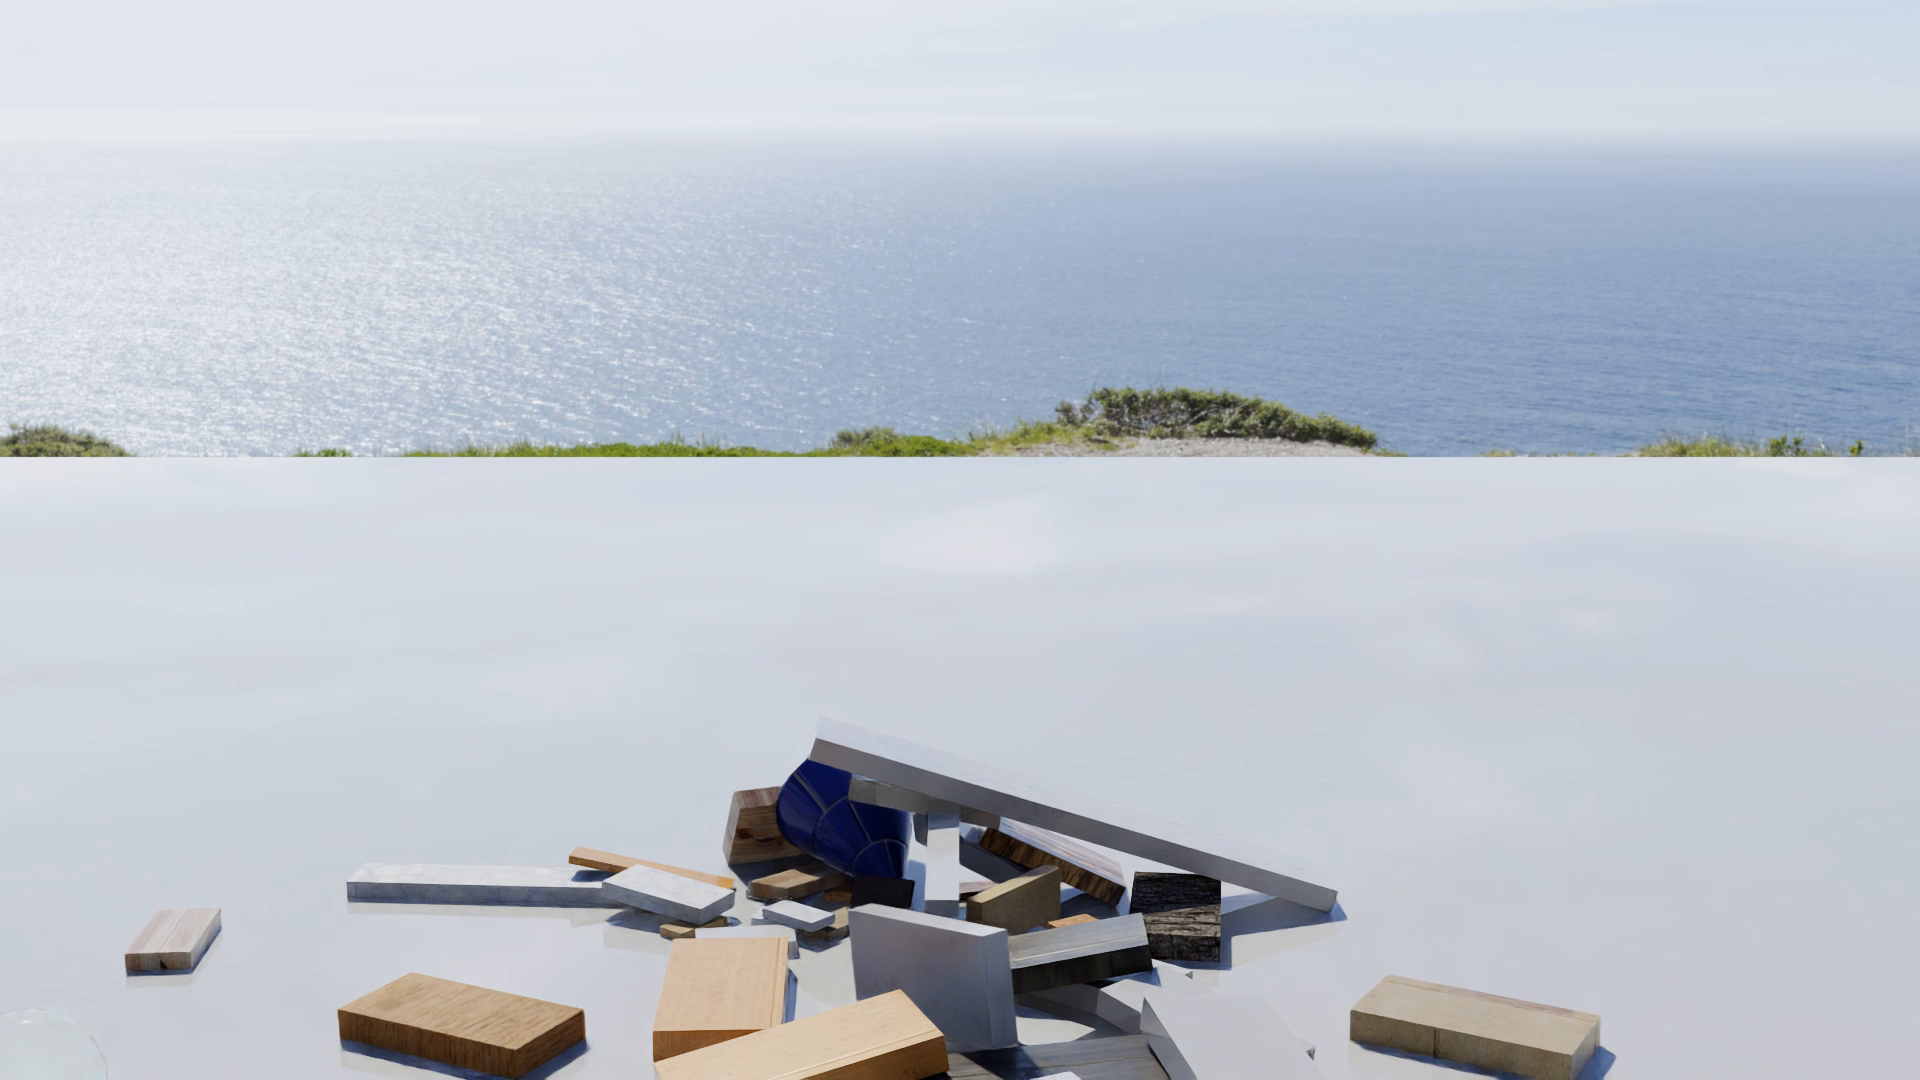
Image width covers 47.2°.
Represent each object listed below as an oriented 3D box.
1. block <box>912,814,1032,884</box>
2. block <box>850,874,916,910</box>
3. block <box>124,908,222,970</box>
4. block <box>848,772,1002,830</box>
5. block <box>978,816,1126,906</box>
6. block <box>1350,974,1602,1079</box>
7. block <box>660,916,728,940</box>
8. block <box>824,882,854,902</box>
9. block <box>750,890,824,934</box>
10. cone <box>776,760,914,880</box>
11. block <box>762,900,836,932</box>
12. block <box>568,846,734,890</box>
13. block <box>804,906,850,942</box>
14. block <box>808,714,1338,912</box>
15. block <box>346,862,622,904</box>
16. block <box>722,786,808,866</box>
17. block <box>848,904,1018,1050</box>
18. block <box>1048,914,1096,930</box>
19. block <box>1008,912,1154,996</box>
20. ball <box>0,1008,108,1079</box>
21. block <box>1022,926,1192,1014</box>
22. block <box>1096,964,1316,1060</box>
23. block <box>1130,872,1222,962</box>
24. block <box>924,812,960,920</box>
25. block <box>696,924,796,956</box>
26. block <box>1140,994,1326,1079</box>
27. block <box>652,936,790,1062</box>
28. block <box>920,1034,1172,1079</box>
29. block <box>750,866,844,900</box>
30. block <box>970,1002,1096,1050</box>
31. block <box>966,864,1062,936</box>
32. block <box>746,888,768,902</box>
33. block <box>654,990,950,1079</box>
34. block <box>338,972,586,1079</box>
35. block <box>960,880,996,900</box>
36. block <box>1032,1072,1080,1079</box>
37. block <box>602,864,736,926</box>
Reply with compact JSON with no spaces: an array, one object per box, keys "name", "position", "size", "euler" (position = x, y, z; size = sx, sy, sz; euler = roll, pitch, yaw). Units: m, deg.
[{"name":"block","position":[0.041,0.517,3.626],"size":[0.250,0.035,0.125],"euler":[29,9,-9]},{"name":"block","position":[-0.127,0.578,3.602],"size":[0.099,0.050,0.014],"euler":[3,-29,16]},{"name":"block","position":[-1.224,0.621,3.428],"size":[0.097,0.027,0.194],"euler":[-1,11,-5]},{"name":"block","position":[-0.056,0.417,3.627],"size":[0.250,0.035,0.125],"euler":[11,10,-2]},{"name":"block","position":[0.151,0.522,3.656],"size":[0.250,0.035,0.125],"euler":[25,9,-5]},{"name":"block","position":[0.718,0.680,3.067],"size":[0.309,0.044,0.154],"euler":[6,12,29]},{"name":"block","position":[-0.424,0.614,3.499],"size":[0.049,0.014,0.099],"euler":[9,14,41]},{"name":"block","position":[-0.220,0.584,3.660],"size":[0.107,0.015,0.054],"euler":[1,11,7]},{"name":"block","position":[-0.278,0.599,3.561],"size":[0.077,0.022,0.154],"euler":[2,11,12]},{"name":"cone","position":[-0.145,0.519,3.701],"size":[0.266,0.266,0.266],"euler":[-4,37,-23]},{"name":"block","position":[-0.256,0.595,3.482],"size":[0.107,0.015,0.054],"euler":[9,14,39]},{"name":"block","position":[-0.516,0.555,3.684],"size":[0.275,0.014,0.050],"euler":[11,11,4]},{"name":"block","position":[-0.195,0.612,3.508],"size":[0.054,0.015,0.107],"euler":[7,13,35]},{"name":"block","position":[0.184,0.447,3.599],"size":[0.886,0.039,0.136],"euler":[17,10,-5]},{"name":"block","position":[-0.774,0.574,3.679],"size":[0.482,0.027,0.097],"euler":[1,11,4]},{"name":"block","position":[-0.262,0.486,3.837],"size":[0.287,0.144,0.041],"euler":[-5,43,-23]},{"name":"block","position":[-0.042,0.602,3.052],"size":[0.044,0.154,0.309],"euler":[-8,4,-38]},{"name":"block","position":[0.203,0.602,3.322],"size":[0.073,0.021,0.146],"euler":[-7,12,-32]},{"name":"block","position":[0.137,0.605,3.186],"size":[0.273,0.039,0.136],"euler":[-11,9,2]},{"name":"ball","position":[-1.151,0.673,2.715],"size":[0.185,0.185,0.185],"euler":[0,11,0]},{"name":"block","position":[0.185,0.644,3.265],"size":[0.287,0.041,0.144],"euler":[9,14,39]},{"name":"block","position":[0.334,0.671,3.013],"size":[0.136,0.039,0.273],"euler":[-10,23,-43]},{"name":"block","position":[0.344,0.599,3.512],"size":[0.144,0.041,0.287],"euler":[1,11,7]},{"name":"block","position":[-0.026,0.561,3.350],"size":[0.049,0.174,0.410],"euler":[0,11,0]},{"name":"block","position":[-0.334,0.625,3.422],"size":[0.154,0.022,0.077],"euler":[-1,11,-8]},{"name":"block","position":[0.365,0.683,2.814],"size":[0.170,0.048,0.339],"euler":[2,15,-14]},{"name":"block","position":[-0.339,0.659,3.165],"size":[0.174,0.049,0.347],"euler":[0,11,-3]},{"name":"block","position":[0.105,0.715,2.863],"size":[0.339,0.048,0.170],"euler":[-3,11,-14]},{"name":"block","position":[-0.267,0.564,3.619],"size":[0.077,0.022,0.154],"euler":[4,5,33]},{"name":"block","position":[0.076,0.686,3.072],"size":[0.206,0.029,0.103],"euler":[9,14,40]},{"name":"block","position":[0.085,0.583,3.424],"size":[0.029,0.103,0.206],"euler":[9,14,37]},{"name":"block","position":[-0.309,0.581,3.679],"size":[0.050,0.014,0.099],"euler":[6,12,30]},{"name":"block","position":[-0.208,0.686,2.866],"size":[0.347,0.049,0.174],"euler":[-13,13,-18]},{"name":"block","position":[-0.697,0.677,3.078],"size":[0.309,0.044,0.154],"euler":[5,12,26]},{"name":"block","position":[0.013,0.584,3.661],"size":[0.099,0.014,0.050],"euler":[-2,11,-10]},{"name":"block","position":[0.149,0.713,2.664],"size":[0.103,0.029,0.247],"euler":[-5,12,-26]},{"name":"block","position":[-0.473,0.574,3.564],"size":[0.194,0.027,0.097],"euler":[10,14,26]}]
